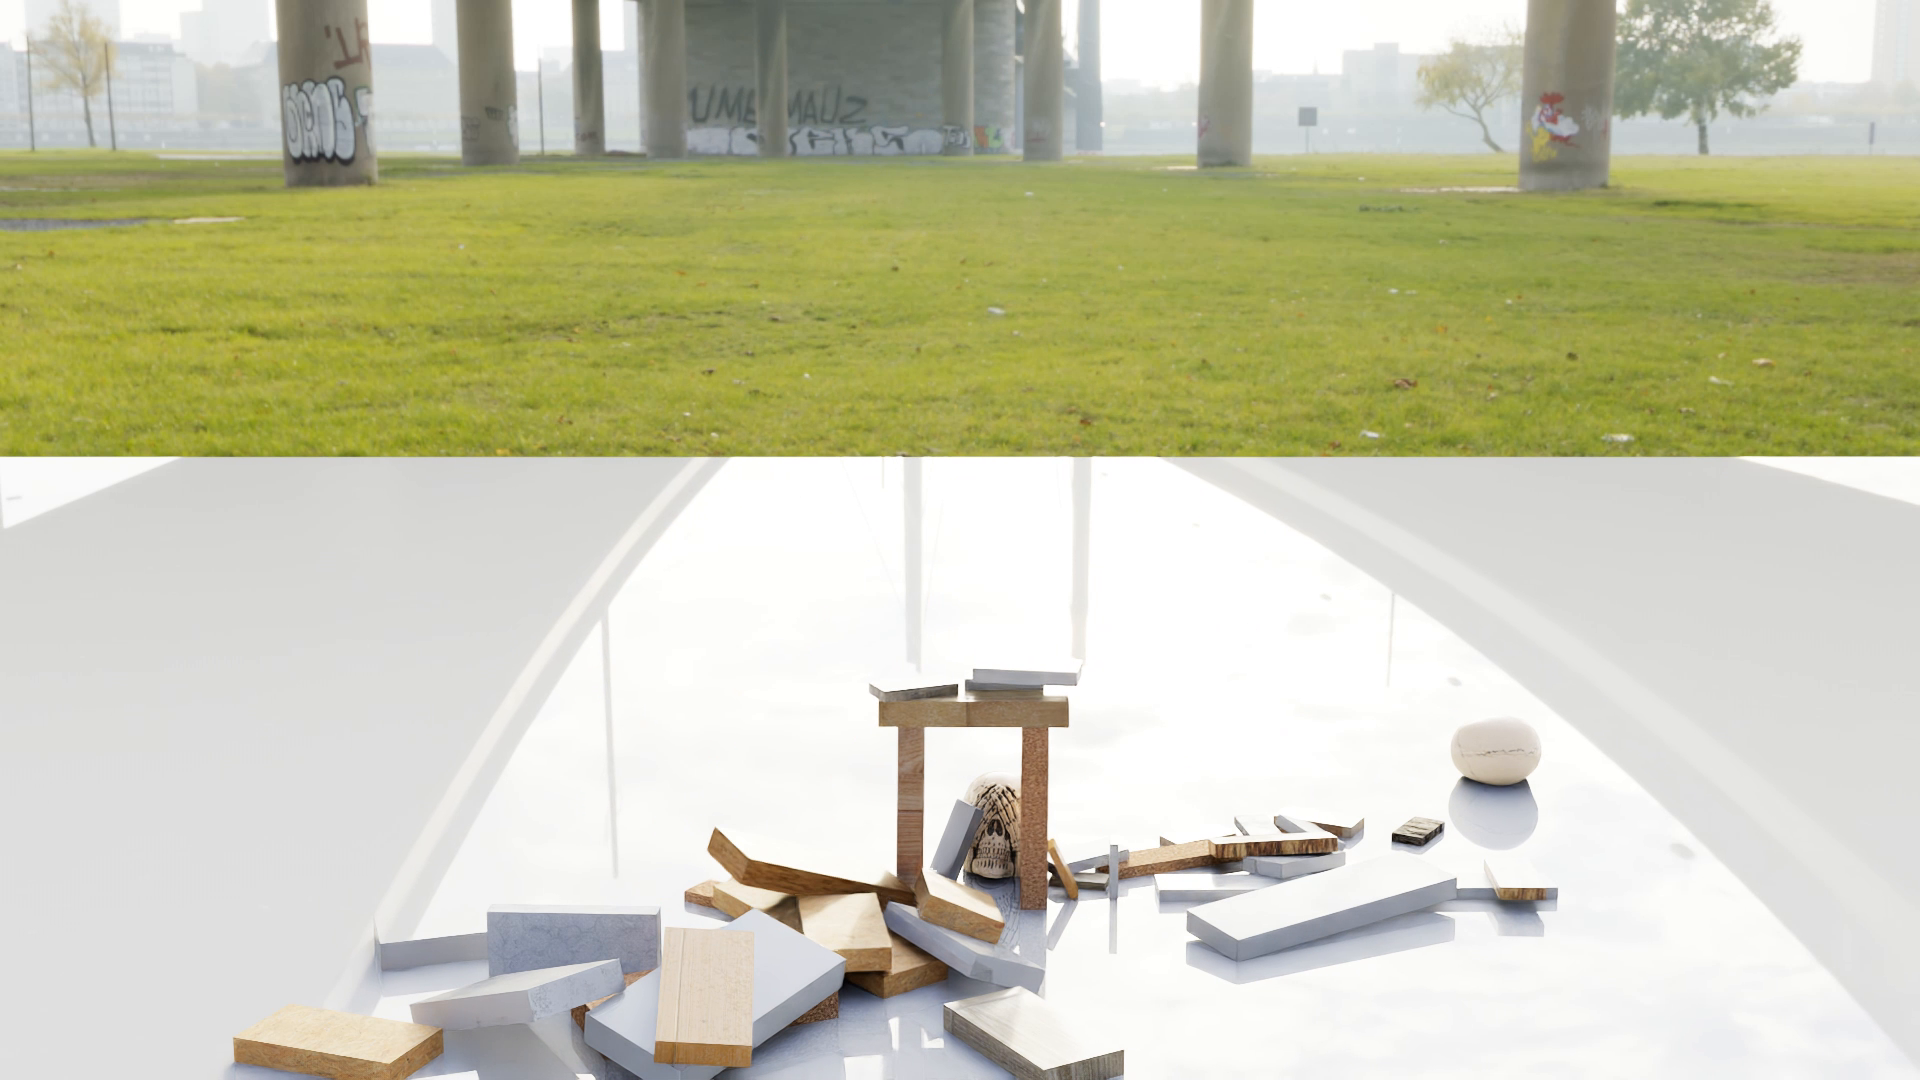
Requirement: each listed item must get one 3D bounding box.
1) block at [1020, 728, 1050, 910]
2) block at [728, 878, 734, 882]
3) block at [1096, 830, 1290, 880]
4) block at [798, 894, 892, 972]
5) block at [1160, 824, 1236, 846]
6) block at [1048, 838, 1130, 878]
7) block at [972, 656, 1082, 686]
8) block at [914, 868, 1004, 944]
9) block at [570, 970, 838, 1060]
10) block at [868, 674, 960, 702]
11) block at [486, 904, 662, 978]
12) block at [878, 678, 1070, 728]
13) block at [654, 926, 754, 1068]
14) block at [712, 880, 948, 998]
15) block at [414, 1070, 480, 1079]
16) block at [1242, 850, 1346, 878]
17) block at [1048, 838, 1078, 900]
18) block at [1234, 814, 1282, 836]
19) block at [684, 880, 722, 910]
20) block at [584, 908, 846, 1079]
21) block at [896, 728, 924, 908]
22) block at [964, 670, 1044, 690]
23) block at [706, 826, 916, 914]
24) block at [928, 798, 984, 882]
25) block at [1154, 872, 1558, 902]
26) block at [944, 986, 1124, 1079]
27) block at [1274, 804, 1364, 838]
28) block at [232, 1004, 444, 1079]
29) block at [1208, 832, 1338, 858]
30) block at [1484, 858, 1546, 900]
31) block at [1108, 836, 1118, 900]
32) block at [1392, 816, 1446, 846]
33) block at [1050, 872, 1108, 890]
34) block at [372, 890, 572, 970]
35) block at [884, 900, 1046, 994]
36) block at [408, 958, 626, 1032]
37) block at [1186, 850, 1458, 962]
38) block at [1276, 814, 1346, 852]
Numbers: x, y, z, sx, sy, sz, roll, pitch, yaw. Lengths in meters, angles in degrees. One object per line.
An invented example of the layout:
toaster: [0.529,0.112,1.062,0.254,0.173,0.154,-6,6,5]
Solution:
block: [0.123,0.439,3.639,0.043,0.307,0.153,0,11,1]
block: [-0.318,0.576,3.692,0.131,0.018,0.065,3,11,13]
block: [0.422,0.548,3.840,0.384,0.020,0.071,-5,11,-24]
block: [-0.176,0.590,3.311,0.122,0.035,0.245,-1,10,-8]
block: [0.425,0.533,3.929,0.128,0.016,0.058,-6,12,-28]
block: [0.211,0.543,3.768,0.142,0.020,0.071,-9,13,-25]
block: [0.111,0.215,3.601,0.171,0.024,0.086,2,11,9]
block: [-0.003,0.571,3.439,0.122,0.035,0.245,22,-1,-4]
block: [-0.367,0.661,3.155,0.345,0.049,0.172,-5,12,-25]
block: [-0.075,0.241,3.575,0.131,0.019,0.066,-5,12,-24]
block: [-0.568,0.604,3.247,0.251,0.126,0.036,0,11,2]
block: [0.023,0.266,3.610,0.307,0.043,0.153,0,11,0]
block: [-0.345,0.617,2.984,0.126,0.036,0.251,4,25,-7]
block: [-0.208,0.608,3.423,0.122,0.035,0.446,-9,16,-39]
block: [-0.653,0.749,2.678,0.172,0.049,0.345,-4,11,-19]
block: [0.571,0.549,3.753,0.171,0.024,0.086,-2,2,-42]
block: [0.171,0.546,3.655,0.014,0.095,0.048,-25,9,5]
block: [0.531,0.515,3.918,0.058,0.016,0.115,-1,11,-7]
block: [-0.383,0.589,3.622,0.131,0.018,0.065,7,14,32]
block: [-0.335,0.636,3.046,0.172,0.049,0.345,23,29,29]
block: [-0.082,0.439,3.643,0.043,0.307,0.153,1,11,-1]
block: [0.073,0.231,3.633,0.131,0.019,0.066,0,11,0]
block: [-0.237,0.530,3.509,0.304,0.043,0.152,17,4,-29]
block: [-0.006,0.512,3.744,0.019,0.131,0.066,23,-3,-31]
block: [0.659,0.579,3.670,0.661,0.021,0.074,0,11,-1]
block: [0.099,0.689,3.038,0.130,0.037,0.259,-6,12,-30]
block: [0.656,0.514,4.019,0.149,0.021,0.074,6,12,29]
block: [-0.852,0.693,3.018,0.251,0.036,0.126,4,11,20]
block: [0.537,0.524,3.779,0.209,0.024,0.086,-3,-1,-2]
block: [0.920,0.562,3.649,0.074,0.021,0.148,1,11,3]
block: [0.255,0.544,3.655,0.014,0.095,0.048,0,11,2]
block: [0.828,0.526,3.970,0.058,0.016,0.115,7,12,32]
block: [0.202,0.575,3.715,0.095,0.014,0.048,3,11,15]
block: [-0.757,0.609,3.446,0.304,0.043,0.152,-4,11,-19]
block: [0.003,0.613,3.317,0.130,0.037,0.259,20,-2,-33]
block: [-0.615,0.633,3.046,0.152,0.043,0.304,-11,-5,-46]
block: [0.584,0.584,3.530,0.454,0.037,0.130,-9,17,-30]
block: [0.621,0.521,3.902,0.071,0.020,0.142,18,3,-16]
